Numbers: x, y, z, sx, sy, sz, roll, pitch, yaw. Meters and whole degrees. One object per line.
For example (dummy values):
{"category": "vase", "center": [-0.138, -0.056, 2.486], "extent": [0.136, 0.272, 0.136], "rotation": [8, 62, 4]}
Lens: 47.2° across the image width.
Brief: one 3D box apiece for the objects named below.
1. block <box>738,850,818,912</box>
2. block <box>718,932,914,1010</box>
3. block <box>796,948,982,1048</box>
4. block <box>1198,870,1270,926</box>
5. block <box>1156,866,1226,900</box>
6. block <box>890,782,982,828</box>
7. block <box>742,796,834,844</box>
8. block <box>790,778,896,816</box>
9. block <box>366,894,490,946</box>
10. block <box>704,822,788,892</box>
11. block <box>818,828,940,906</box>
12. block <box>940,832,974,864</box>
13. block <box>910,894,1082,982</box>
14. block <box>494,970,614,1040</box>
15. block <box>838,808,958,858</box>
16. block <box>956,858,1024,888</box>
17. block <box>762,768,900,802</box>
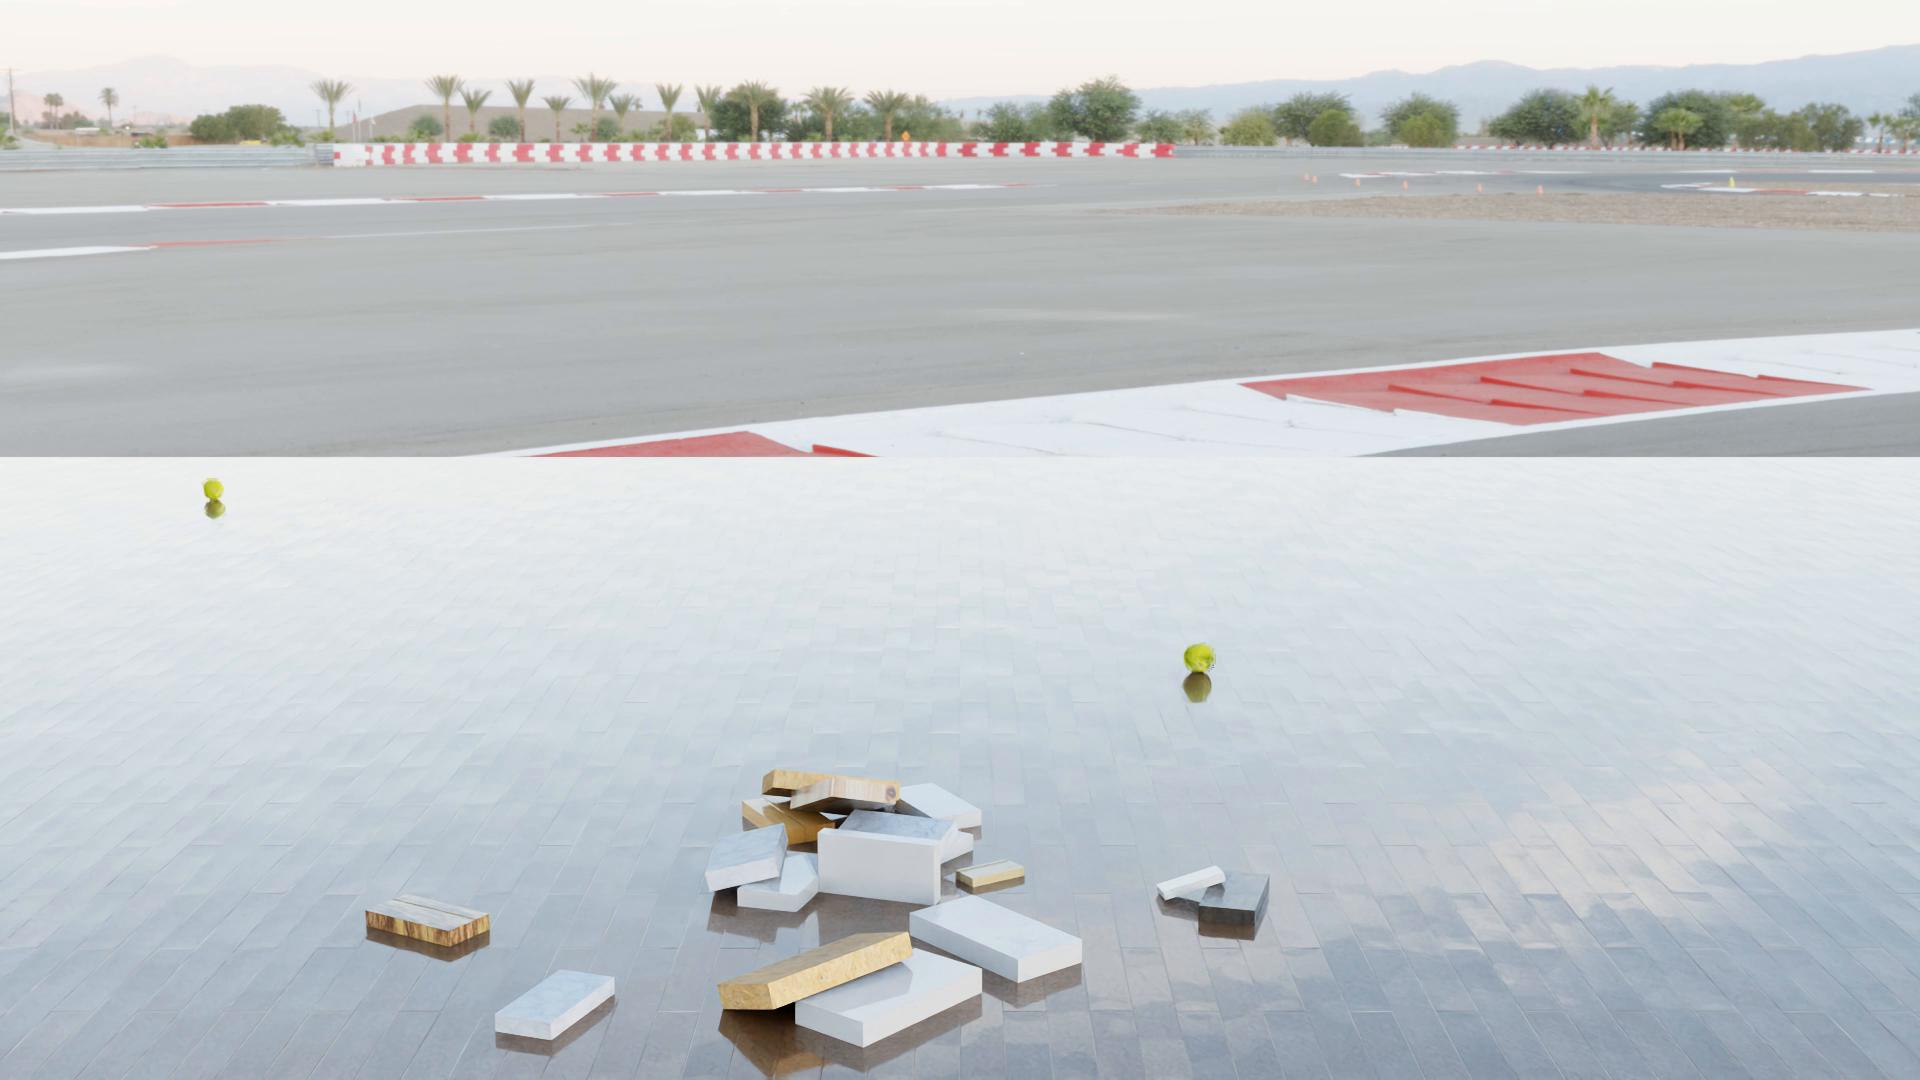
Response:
{"category": "block", "center": [-0.286, 0.571, 3.690], "extent": [0.103, 0.029, 0.206], "rotation": [3, 11, 16]}
{"category": "block", "center": [-0.210, 0.630, 3.221], "extent": [0.260, 0.037, 0.130], "rotation": [-13, -1, -40]}
{"category": "block", "center": [-0.101, 0.661, 3.188], "extent": [0.130, 0.037, 0.260], "rotation": [9, 14, 39]}
{"category": "block", "center": [0.451, 0.587, 3.615], "extent": [0.090, 0.026, 0.181], "rotation": [3, 11, 15]}
{"category": "block", "center": [0.383, 0.569, 3.650], "extent": [0.106, 0.015, 0.053], "rotation": [-17, 6, -6]}
{"category": "block", "center": [-0.051, 0.497, 4.092], "extent": [0.099, 0.028, 0.198], "rotation": [-6, 12, -27]}
{"category": "block", "center": [-0.315, 0.510, 4.022], "extent": [0.099, 0.028, 0.198], "rotation": [-5, 12, -27]}
{"category": "block", "center": [-0.209, 0.457, 3.907], "extent": [0.117, 0.033, 0.244], "rotation": [9, -15, -19]}
{"category": "block", "center": [-0.850, 0.606, 3.511], "extent": [0.181, 0.026, 0.090], "rotation": [6, 12, 31]}
{"category": "block", "center": [-0.361, 0.538, 3.742], "extent": [0.117, 0.033, 0.235], "rotation": [-13, 6, 1]}
{"category": "block", "center": [-0.135, 0.541, 3.648], "extent": [0.206, 0.103, 0.029], "rotation": [4, 11, 19]}
{"category": "block", "center": [-0.086, 0.531, 3.909], "extent": [0.198, 0.028, 0.099], "rotation": [8, 13, 35]}
{"category": "block", "center": [0.053, 0.618, 3.420], "extent": [0.130, 0.037, 0.260], "rotation": [-9, 14, -39]}
{"category": "block", "center": [-0.583, 0.669, 3.173], "extent": [0.090, 0.026, 0.181], "rotation": [4, 11, 20]}
{"category": "block", "center": [-0.118, 0.522, 3.841], "extent": [0.206, 0.029, 0.103], "rotation": [3, 30, 29]}
{"category": "block", "center": [0.051, 0.567, 3.749], "extent": [0.106, 0.015, 0.053], "rotation": [-7, 13, -33]}
{"category": "block", "center": [-0.239, 0.459, 4.059], "extent": [0.235, 0.033, 0.117], "rotation": [8, -15, -14]}
